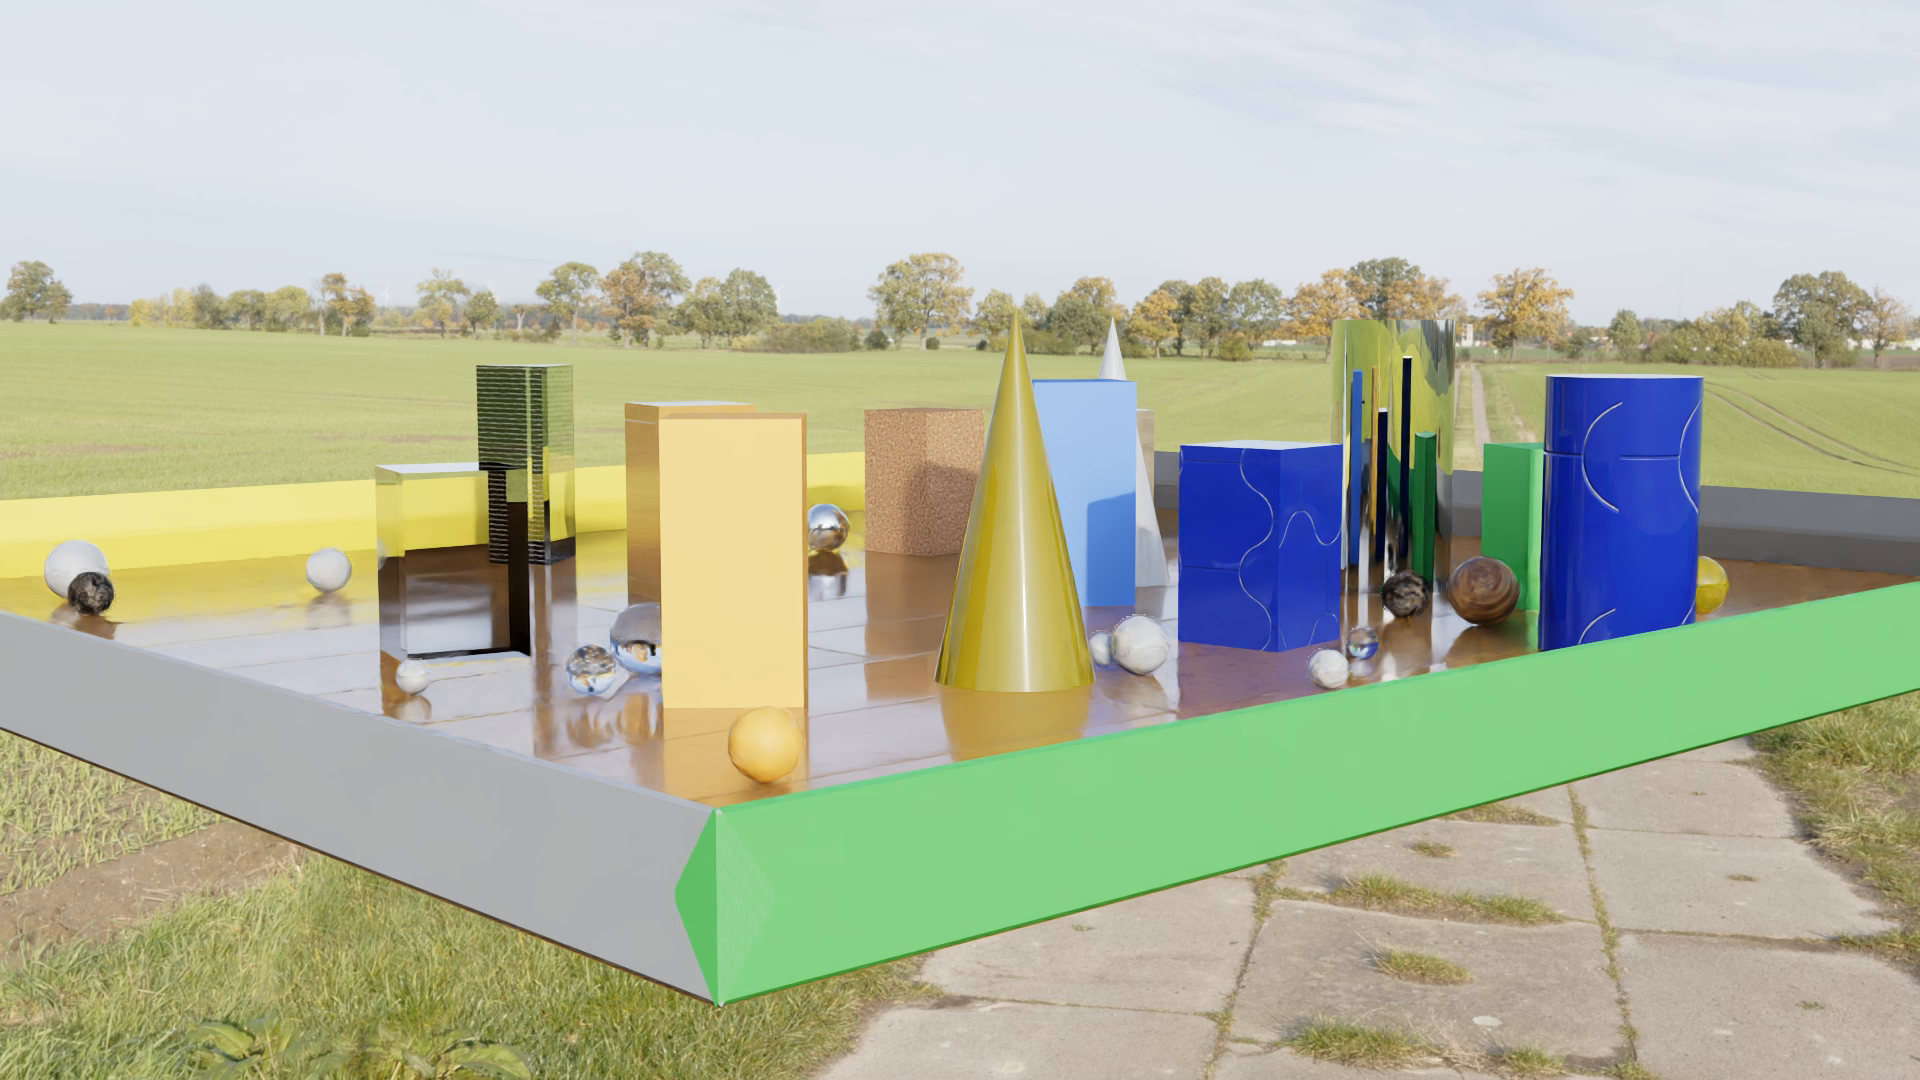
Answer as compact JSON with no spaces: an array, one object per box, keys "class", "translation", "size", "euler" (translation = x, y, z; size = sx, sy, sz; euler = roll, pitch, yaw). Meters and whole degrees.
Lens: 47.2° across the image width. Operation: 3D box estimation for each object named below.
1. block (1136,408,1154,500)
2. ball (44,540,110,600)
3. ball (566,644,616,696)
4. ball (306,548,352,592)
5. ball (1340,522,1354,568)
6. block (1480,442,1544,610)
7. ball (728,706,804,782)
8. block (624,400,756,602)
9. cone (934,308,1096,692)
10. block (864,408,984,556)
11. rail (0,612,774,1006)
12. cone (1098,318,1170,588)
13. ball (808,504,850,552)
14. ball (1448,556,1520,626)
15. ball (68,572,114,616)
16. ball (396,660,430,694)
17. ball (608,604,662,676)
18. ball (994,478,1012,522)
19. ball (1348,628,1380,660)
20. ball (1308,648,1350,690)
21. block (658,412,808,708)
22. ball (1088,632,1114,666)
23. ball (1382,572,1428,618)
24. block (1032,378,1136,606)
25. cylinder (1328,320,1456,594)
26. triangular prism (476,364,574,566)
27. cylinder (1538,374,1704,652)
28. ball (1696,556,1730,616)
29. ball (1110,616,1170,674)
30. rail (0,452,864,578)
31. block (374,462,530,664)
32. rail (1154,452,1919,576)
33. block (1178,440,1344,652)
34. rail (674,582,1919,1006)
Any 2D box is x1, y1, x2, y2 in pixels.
[{"class":"block","translation":[0.269,-0.126,4.262],"size":[0.158,0.254,0.158],"euler":[-2,6,-22]},{"class":"ball","translation":[-1.358,0.046,3.379],"size":[0.094,0.094,0.094],"euler":[0,6,0]},{"class":"ball","translation":[-0.428,0.151,2.551],"size":[0.059,0.059,0.059],"euler":[0,6,0]},{"class":"ball","translation":[-0.999,0.048,3.478],"size":[0.071,0.071,0.071],"euler":[0,6,0]},{"class":"ball","translation":[0.618,0.007,3.732],"size":[0.098,0.098,0.098],"euler":[0,6,0]},{"class":"block","translation":[0.902,-0.024,3.347],"size":[0.158,0.240,0.158],"euler":[-1,6,-12]},{"class":"ball","translation":[-0.184,0.193,2.084],"size":[0.072,0.072,0.072],"euler":[0,6,0]},{"class":"block","translation":[-0.422,-0.064,3.448],"size":[0.158,0.300,0.158],"euler":[-3,7,-27]},{"class":"cone","translation":[0.066,-0.056,2.647],"size":[0.197,0.450,0.197],"euler":[0,6,0]},{"class":"block","translation":[-0.066,-0.111,4.087],"size":[0.158,0.261,0.158],"euler":[5,8,42]},{"class":"rail","translation":[-1.034,0.132,2.383],"size":[0.045,0.128,2.645],"euler":[-5,8,-42]},{"class":"cone","translation":[0.249,-0.150,3.615],"size":[0.197,0.435,0.197],"euler":[0,6,0]},{"class":"ball","translation":[-0.249,-0.022,4.056],"size":[0.090,0.090,0.090],"euler":[0,6,0]},{"class":"ball","translation":[0.741,0.072,3.111],"size":[0.098,0.098,0.098],"euler":[0,6,0]},{"class":"ball","translation":[-1.273,0.078,3.222],"size":[0.064,0.064,0.064],"euler":[0,6,0]},{"class":"ball","translation":[-0.636,0.159,2.558],"size":[0.041,0.041,0.041],"euler":[0,6,0]},{"class":"ball","translation":[-0.385,0.121,2.691],"size":[0.088,0.088,0.088],"euler":[0,6,0]},{"class":"ball","translation":[0.119,-0.084,4.605],"size":[0.098,0.098,0.098],"euler":[0,6,0]},{"class":"ball","translation":[0.516,0.132,2.815],"size":[0.040,0.040,0.040],"euler":[0,6,0]},{"class":"ball","translation":[0.434,0.152,2.588],"size":[0.048,0.048,0.048],"euler":[0,6,0]},{"class":"block","translation":[-0.257,0.019,2.534],"size":[0.158,0.324,0.158],"euler":[0,6,-2]},{"class":"ball","translation":[0.177,0.136,2.729],"size":[0.042,0.042,0.042],"euler":[0,6,0]},{"class":"ball","translation":[0.647,0.080,3.199],"size":[0.066,0.066,0.066],"euler":[0,6,0]},{"class":"block","translation":[0.174,-0.076,3.378],"size":[0.158,0.337,0.158],"euler":[-1,6,-10]},{"class":"cylinder","translation":[0.693,-0.139,3.541],"size":[0.197,0.430,0.197],"euler":[0,6,0]},{"class":"triangular prism","translation":[-0.748,-0.140,3.941],"size":[0.171,0.347,0.148],"euler":[4,7,35]},{"class":"cylinder","translation":[0.860,-0.034,2.867],"size":[0.197,0.360,0.197],"euler":[0,6,0]},{"class":"ball","translation":[1.080,0.066,3.220],"size":[0.088,0.088,0.088],"euler":[0,6,0]},{"class":"ball","translation":[0.220,0.129,2.694],"size":[0.071,0.071,0.071],"euler":[0,6,0]},{"class":"rail","translation":[-0.881,-0.066,4.281],"size":[2.862,0.128,0.045],"euler":[-5,8,-42]},{"class":"block","translation":[-0.660,0.027,2.855],"size":[0.158,0.242,0.158],"euler":[-3,7,-27]},{"class":"rail","translation":[1.034,-0.066,4.281],"size":[0.045,0.128,2.645],"euler":[-5,8,-42]},{"class":"block","translation":[0.405,0.004,2.966],"size":[0.158,0.265,0.158],"euler":[5,8,40]},{"class":"rail","translation":[0.881,0.132,2.383],"size":[2.862,0.128,0.045],"euler":[-5,8,-42]}]
